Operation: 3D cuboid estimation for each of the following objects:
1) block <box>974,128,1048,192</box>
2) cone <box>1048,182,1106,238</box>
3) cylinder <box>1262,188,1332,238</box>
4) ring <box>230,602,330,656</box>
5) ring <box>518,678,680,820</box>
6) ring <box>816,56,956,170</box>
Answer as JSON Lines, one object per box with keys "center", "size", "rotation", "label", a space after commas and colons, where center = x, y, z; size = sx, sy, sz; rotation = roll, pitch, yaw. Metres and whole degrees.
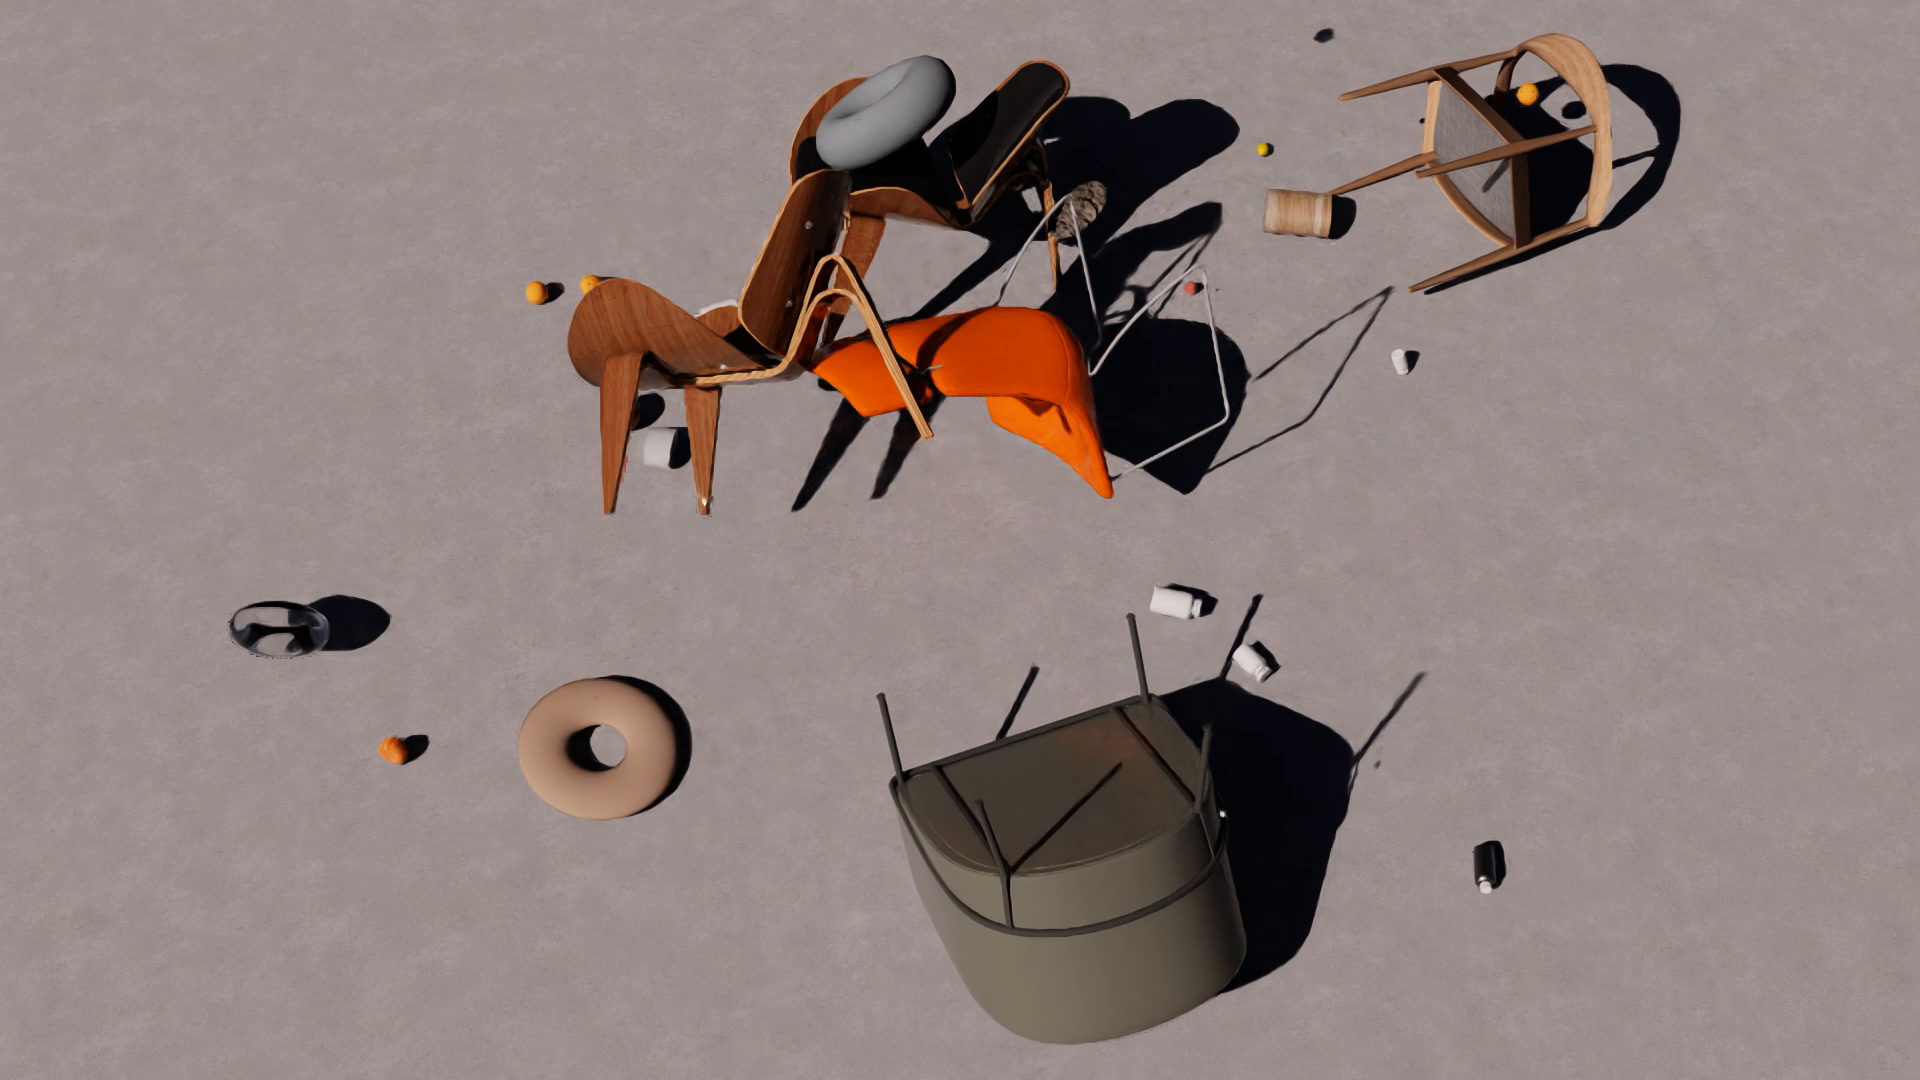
{"center": [0.170, -1.255, 7.267], "size": [0.166, 0.168, 0.101], "rotation": [13, 58, -38], "label": "block"}
{"center": [0.371, -0.992, 6.781], "size": [0.224, 0.179, 0.118], "rotation": [-44, 78, 1], "label": "cone"}
{"center": [1.106, -1.073, 7.216], "size": [0.211, 0.129, 0.168], "rotation": [6, 46, 4], "label": "cylinder"}
{"center": [-1.928, 0.252, 6.237], "size": [0.281, 0.097, 0.186], "rotation": [6, 33, -5], "label": "ring"}
{"center": [-1.007, 0.580, 6.138], "size": [0.466, 0.066, 0.436], "rotation": [33, 60, 18], "label": "ring"}
{"center": [-0.228, -1.308, 6.742], "size": [0.484, 0.165, 0.405], "rotation": [-30, 26, 11], "label": "ring"}
